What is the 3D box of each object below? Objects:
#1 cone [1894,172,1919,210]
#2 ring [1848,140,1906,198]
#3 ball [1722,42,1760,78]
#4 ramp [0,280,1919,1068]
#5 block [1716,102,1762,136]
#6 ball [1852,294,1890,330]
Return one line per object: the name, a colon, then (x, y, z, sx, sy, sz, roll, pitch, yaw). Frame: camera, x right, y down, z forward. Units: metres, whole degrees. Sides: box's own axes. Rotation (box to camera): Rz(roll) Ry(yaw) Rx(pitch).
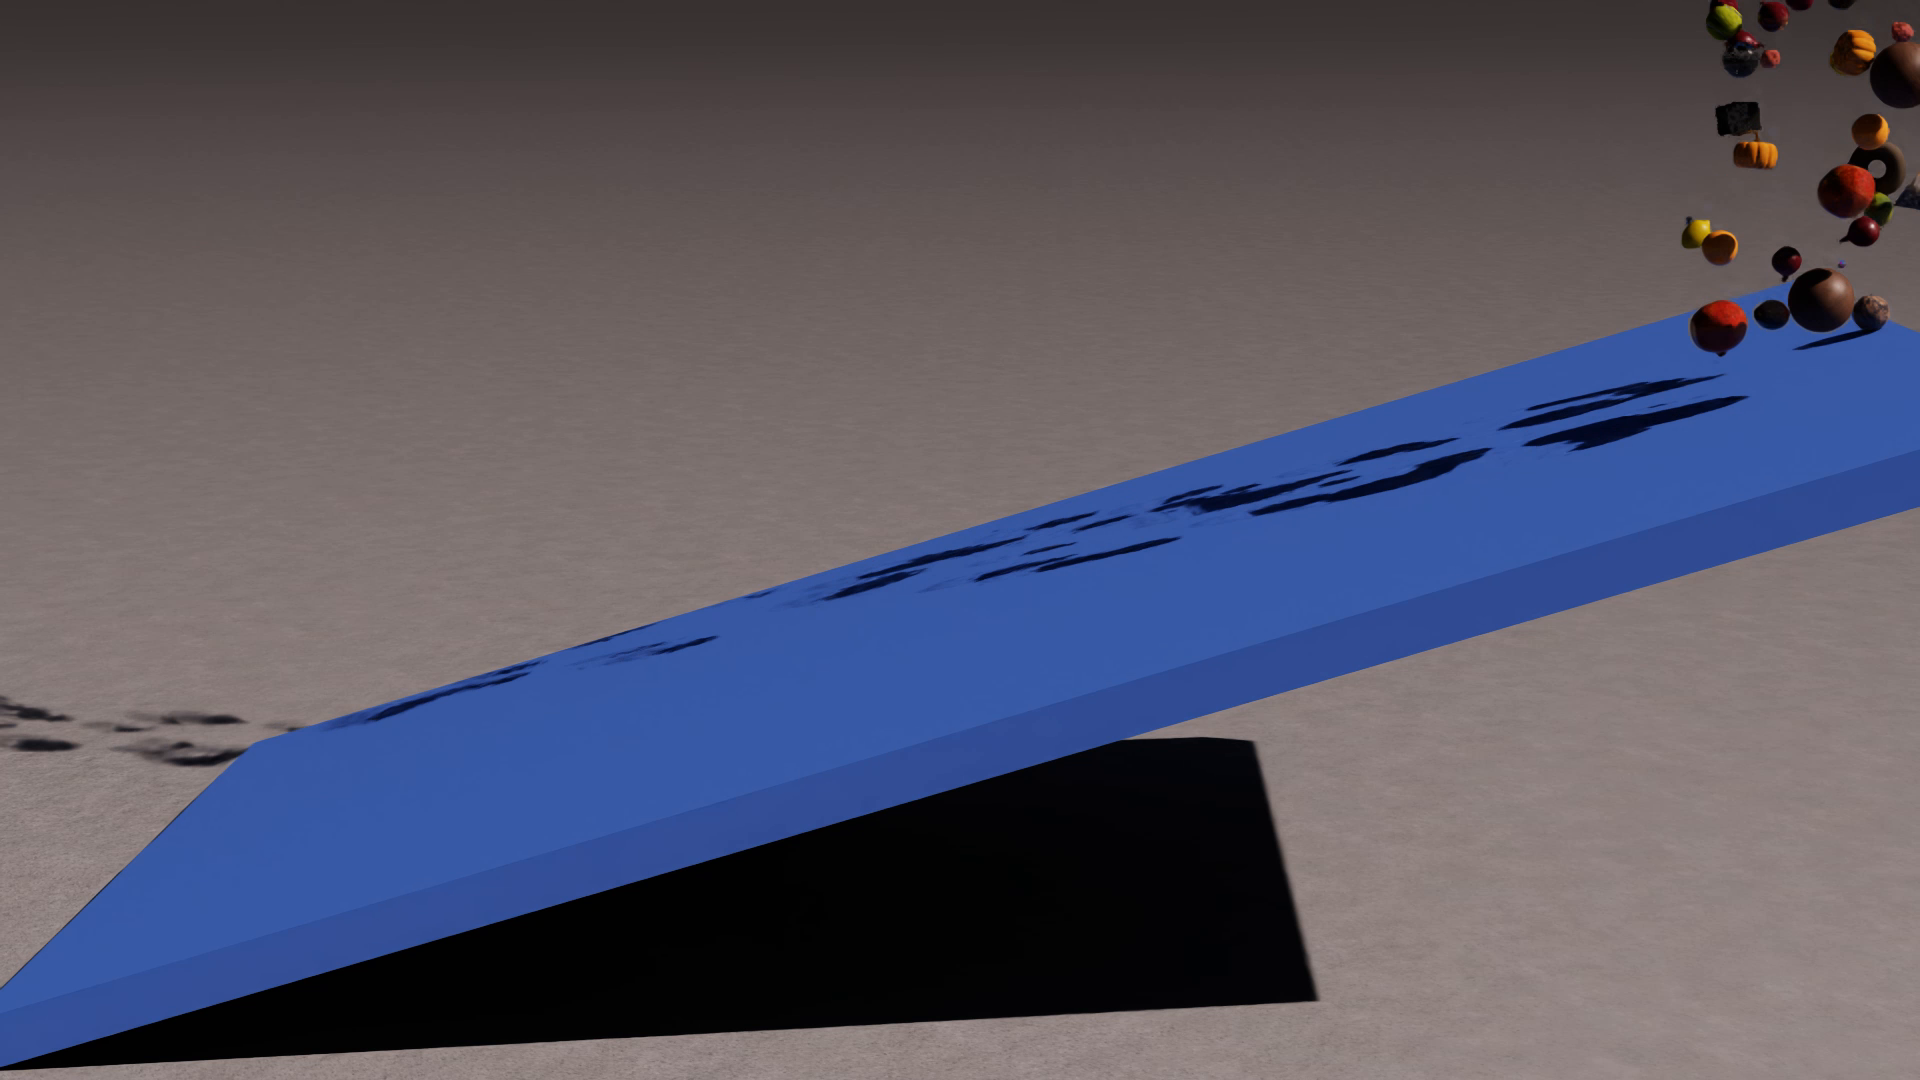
cone: (2.001, -0.701, 6.079, 0.093, 0.093, 0.093, 41, 26, 17)
ring: (1.937, -0.784, 6.211, 0.121, 0.121, 0.040, 8, 21, 34)
ball: (1.534, -0.944, 5.779, 0.070, 0.070, 0.070, 0, 11, 0)
ramp: (0.097, 0.184, 6.314, 4.000, 0.100, 2.000, -17, 10, 5)
block: (1.603, -0.867, 6.056, 0.060, 0.060, 0.060, -6, -1, -30)
ball: (1.938, -0.483, 6.256, 0.077, 0.077, 0.077, 0, 11, 0)
